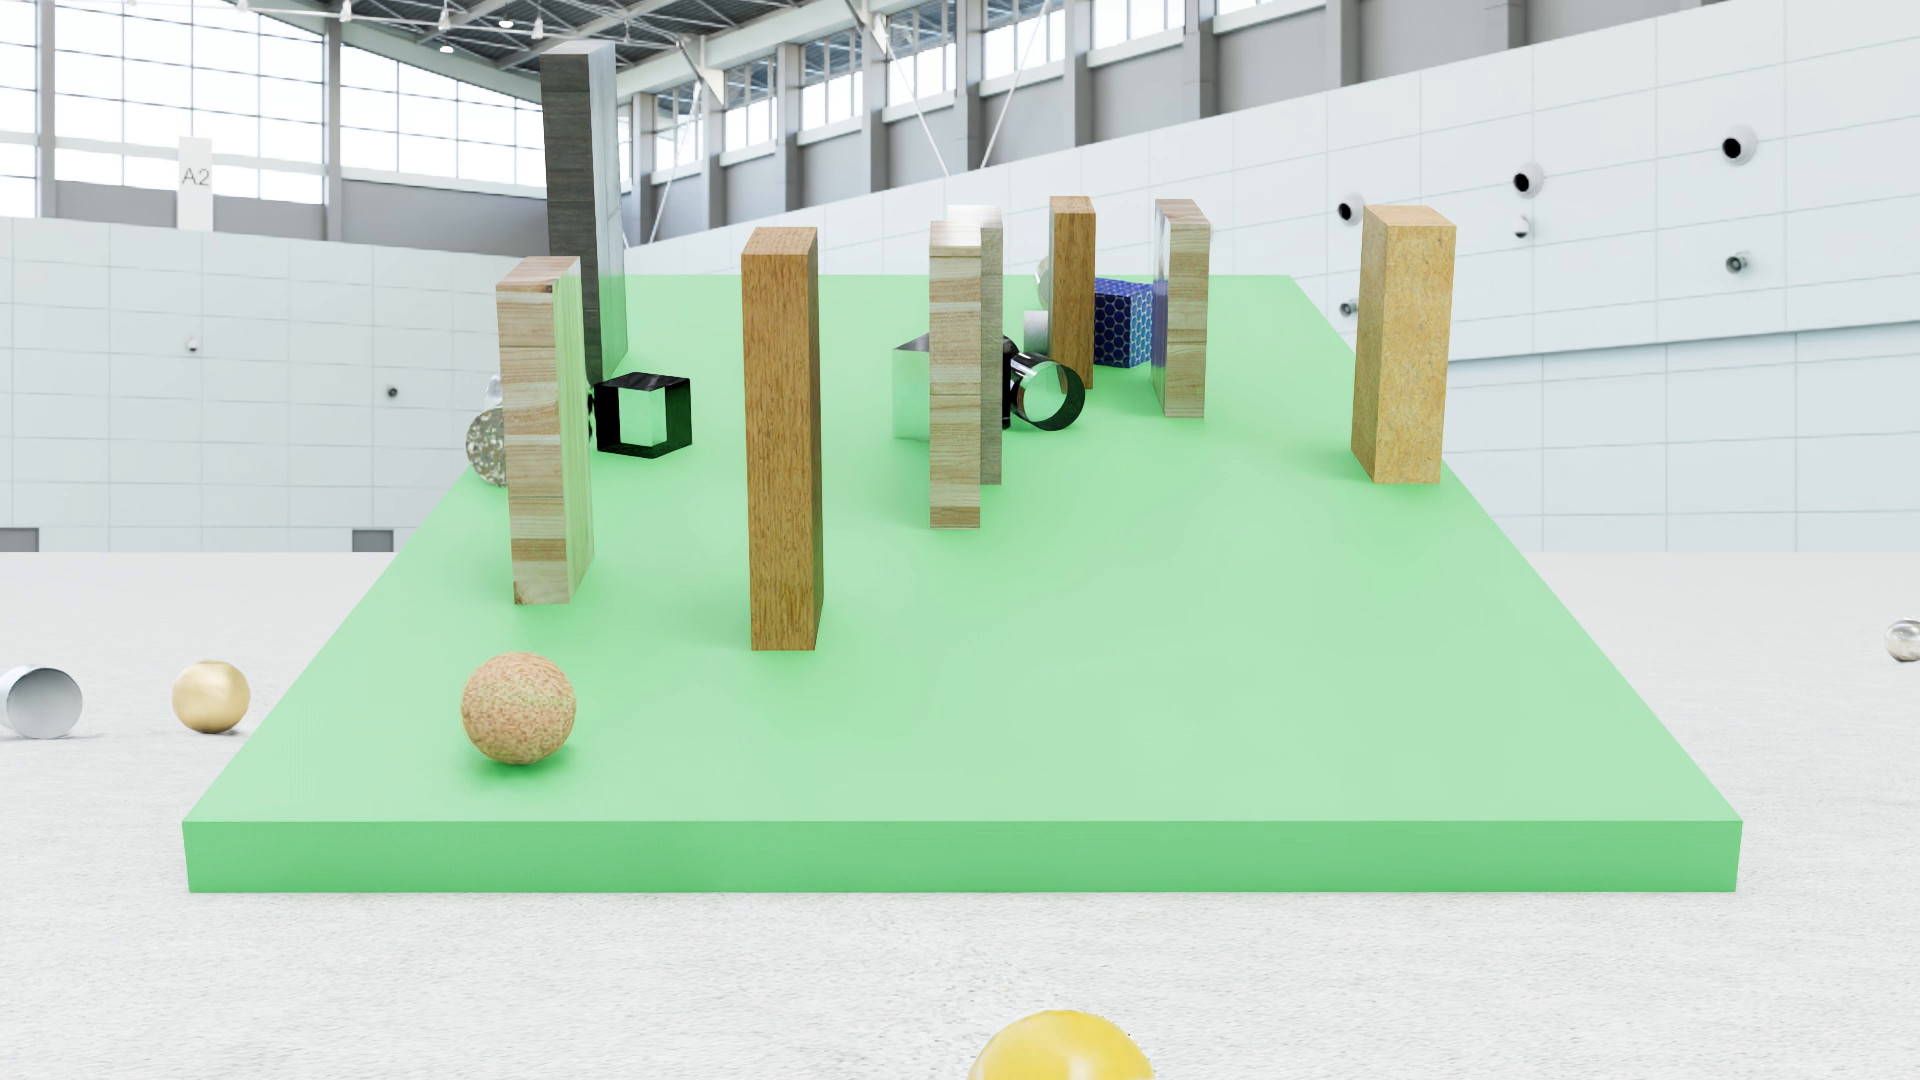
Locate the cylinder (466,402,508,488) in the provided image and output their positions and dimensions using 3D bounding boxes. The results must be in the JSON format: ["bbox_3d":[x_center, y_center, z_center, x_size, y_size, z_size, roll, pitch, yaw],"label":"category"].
[{"bbox_3d":[-0.875,-0.202,4.418,0.162,0.162,0.162,0,16,12],"label":"cylinder"}]

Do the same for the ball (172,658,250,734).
[{"bbox_3d":[-1.784,0.373,5.285,0.179,0.179,0.179,0,0,0],"label":"ball"}]

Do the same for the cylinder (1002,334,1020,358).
[{"bbox_3d":[0.030,-0.370,4.973,0.165,0.165,0.165,-15,9,-40],"label":"cylinder"}]

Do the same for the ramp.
[{"bbox_3d":[-0.003,-0.171,4.771,2.000,0.100,4.000,0,17,0],"label":"ramp"}]

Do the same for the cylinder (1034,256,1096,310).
[{"bbox_3d":[0.289,-0.693,6.038,0.166,0.166,0.166,0,17,-2],"label":"cylinder"}]

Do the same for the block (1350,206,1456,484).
[{"bbox_3d":[0.887,-0.397,4.461,0.131,0.513,0.270,0,17,0],"label":"block"}]

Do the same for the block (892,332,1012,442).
[{"bbox_3d":[-0.017,-0.325,4.773,0.194,0.194,0.194,7,18,21],"label":"block"}]

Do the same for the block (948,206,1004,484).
[{"bbox_3d":[0.029,-0.396,4.463,0.107,0.510,0.299,0,17,0],"label":"block"}]

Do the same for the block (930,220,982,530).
[{"bbox_3d":[-0.009,-0.314,4.160,0.093,0.527,0.292,0,17,0],"label":"block"}]

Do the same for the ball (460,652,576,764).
[{"bbox_3d":[-0.599,0.228,3.012,0.154,0.154,0.154,0,0,0],"label":"ball"}]

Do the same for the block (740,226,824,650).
[{"bbox_3d":[-0.276,-0.164,3.499,0.098,0.621,0.267,0,17,0],"label":"block"}]

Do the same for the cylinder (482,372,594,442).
[{"bbox_3d":[-0.868,-0.258,4.579,0.174,0.174,0.174,3,1,11],"label":"cylinder"}]

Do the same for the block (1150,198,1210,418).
[{"bbox_3d":[0.499,-0.533,5.052,0.087,0.432,0.380,0,17,0],"label":"block"}]

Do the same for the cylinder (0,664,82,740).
[{"bbox_3d":[-2.158,0.378,5.192,0.167,0.167,0.167,0,0,-33],"label":"cylinder"}]

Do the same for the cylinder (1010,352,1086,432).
[{"bbox_3d":[0.177,-0.326,4.858,0.147,0.147,0.147,0,16,-23],"label":"cylinder"}]

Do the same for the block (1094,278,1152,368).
[{"bbox_3d":[0.381,-0.538,5.505,0.178,0.178,0.178,10,19,29],"label":"block"}]

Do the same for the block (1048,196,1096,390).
[{"bbox_3d":[0.263,-0.592,5.277,0.095,0.412,0.283,0,17,0],"label":"block"}]

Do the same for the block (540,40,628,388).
[{"bbox_3d":[-0.893,-0.787,5.304,0.110,0.768,0.412,0,17,0],"label":"block"}]

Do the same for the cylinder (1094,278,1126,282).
[{"bbox_3d":[0.340,-0.597,5.725,0.163,0.163,0.163,11,6,32],"label":"cylinder"}]

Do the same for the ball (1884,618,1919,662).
[{"bbox_3d":[3.637,0.386,8.518,0.169,0.169,0.169,0,0,0],"label":"ball"}]

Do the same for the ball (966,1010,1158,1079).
[{"bbox_3d":[0.068,0.384,1.488,0.136,0.136,0.136,0,0,0],"label":"ball"}]

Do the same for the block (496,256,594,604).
[{"bbox_3d":[-0.693,-0.188,3.730,0.090,0.534,0.274,0,17,0],"label":"block"}]

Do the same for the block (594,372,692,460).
[{"bbox_3d":[-0.663,-0.263,4.652,0.143,0.143,0.143,9,19,27],"label":"block"}]

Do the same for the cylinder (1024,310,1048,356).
[{"bbox_3d":[0.216,-0.518,5.555,0.111,0.111,0.111,1,0,3],"label":"cylinder"}]
